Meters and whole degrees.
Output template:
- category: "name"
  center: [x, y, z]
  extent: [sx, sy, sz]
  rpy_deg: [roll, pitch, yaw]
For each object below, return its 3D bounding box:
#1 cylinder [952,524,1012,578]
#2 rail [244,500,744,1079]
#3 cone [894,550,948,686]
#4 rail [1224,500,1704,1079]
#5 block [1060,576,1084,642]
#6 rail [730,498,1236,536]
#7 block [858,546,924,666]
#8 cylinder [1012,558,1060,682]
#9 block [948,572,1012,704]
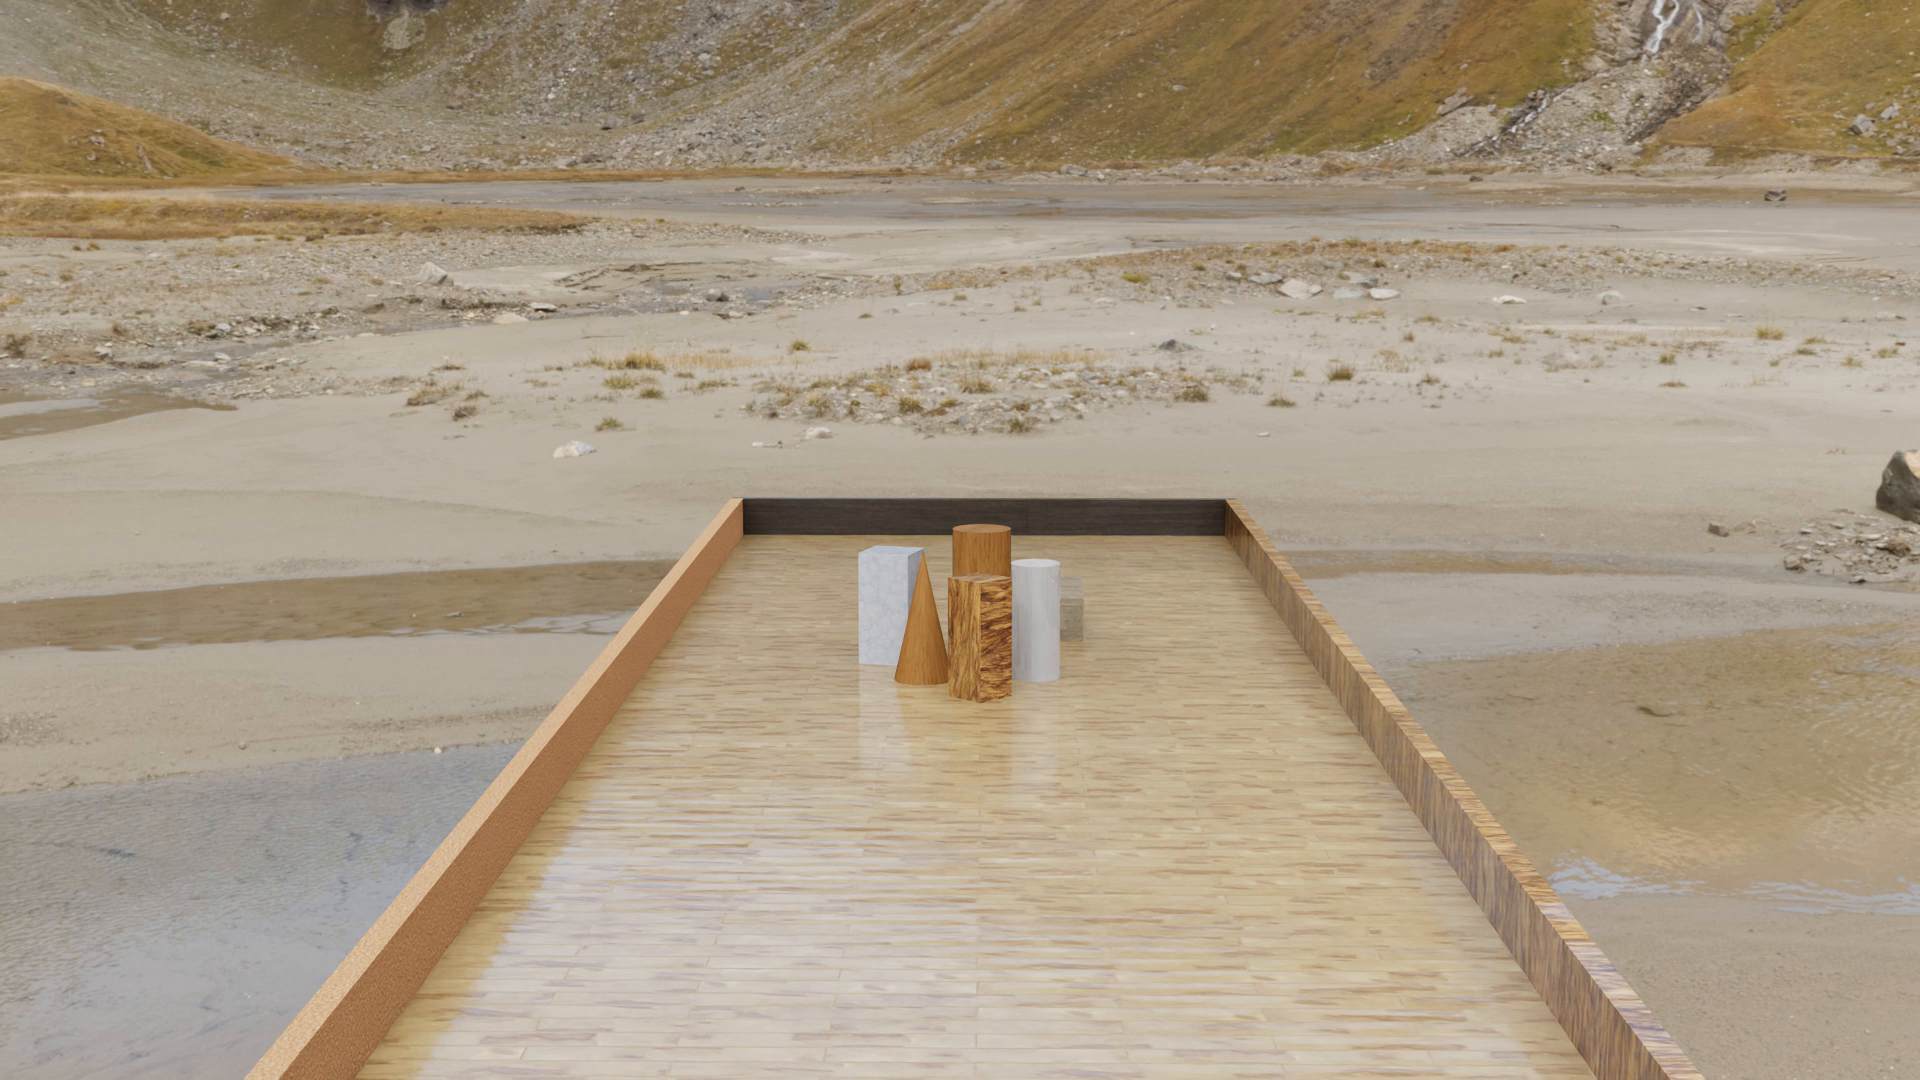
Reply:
- category: "cylinder"
  center: [0.066, 0.164, 6.691]
  extent: [0.177, 0.402, 0.177]
  rpy_deg: [0, 9, 0]
- category: "rail"
  center: [-1.004, 0.839, 3.234]
  extent: [0.050, 0.150, 12.000]
  rpy_deg: [0, 9, 1]
- category: "cone"
  center: [-0.107, 0.219, 6.412]
  extent: [0.171, 0.381, 0.171]
  rpy_deg: [0, 9, 0]
- category: "rail"
  center: [1.046, 0.843, 3.208]
  extent: [0.050, 0.150, 12.000]
  rpy_deg: [0, 9, 1]
- category: "block"
  center: [0.328, 0.221, 7.171]
  extent: [0.139, 0.139, 0.425]
  rpy_deg: [0, 9, 2]
- category: "rail"
  center: [0.099, -0.098, 9.147]
  extent: [2.100, 0.150, 0.050]
  rpy_deg: [0, 9, 1]
- category: "block"
  center: [-0.207, 0.198, 6.684]
  extent: [0.157, 0.337, 0.157]
  rpy_deg: [3, 9, 17]
- category: "cylinder"
  center: [0.221, 0.235, 6.444]
  extent: [0.144, 0.340, 0.144]
  rpy_deg: [0, 9, 0]
- category: "block"
  center: [0.056, 0.274, 6.197]
  extent: [0.127, 0.340, 0.127]
  rpy_deg: [9, 13, 44]
